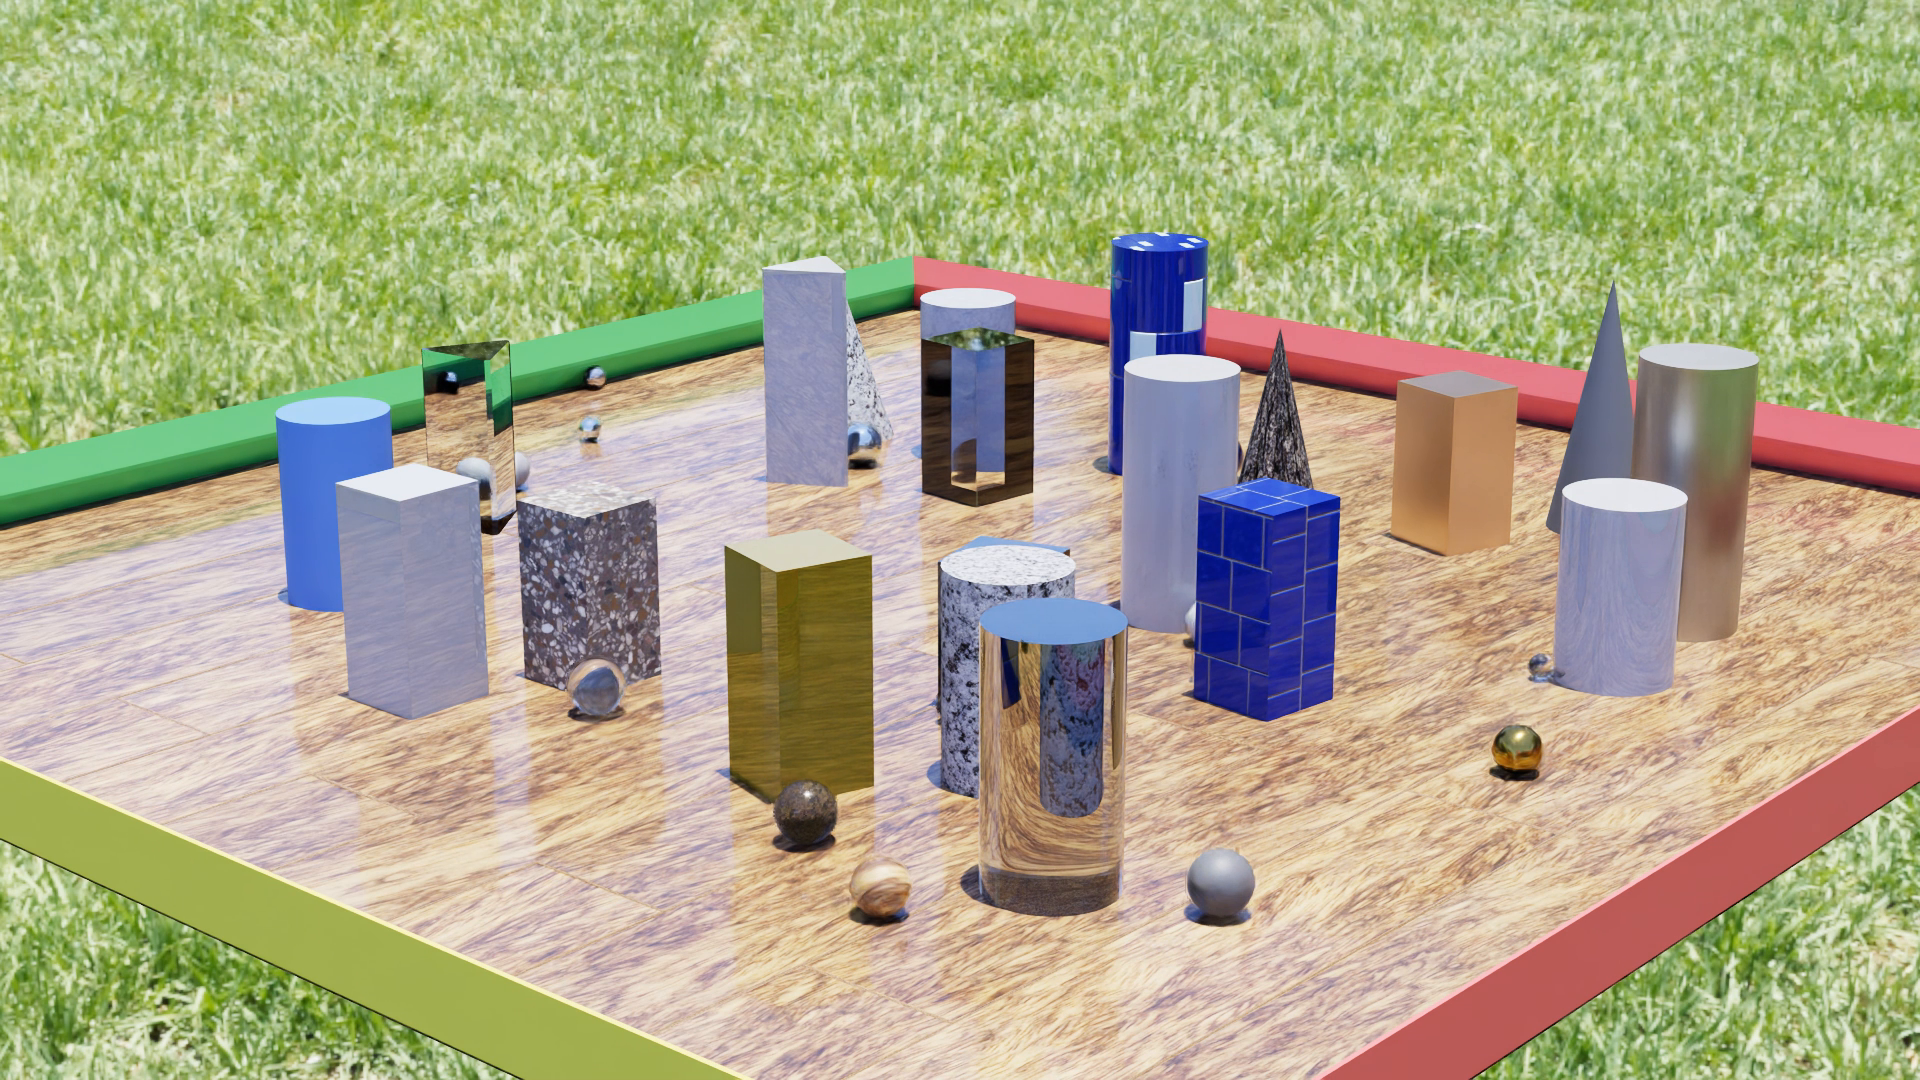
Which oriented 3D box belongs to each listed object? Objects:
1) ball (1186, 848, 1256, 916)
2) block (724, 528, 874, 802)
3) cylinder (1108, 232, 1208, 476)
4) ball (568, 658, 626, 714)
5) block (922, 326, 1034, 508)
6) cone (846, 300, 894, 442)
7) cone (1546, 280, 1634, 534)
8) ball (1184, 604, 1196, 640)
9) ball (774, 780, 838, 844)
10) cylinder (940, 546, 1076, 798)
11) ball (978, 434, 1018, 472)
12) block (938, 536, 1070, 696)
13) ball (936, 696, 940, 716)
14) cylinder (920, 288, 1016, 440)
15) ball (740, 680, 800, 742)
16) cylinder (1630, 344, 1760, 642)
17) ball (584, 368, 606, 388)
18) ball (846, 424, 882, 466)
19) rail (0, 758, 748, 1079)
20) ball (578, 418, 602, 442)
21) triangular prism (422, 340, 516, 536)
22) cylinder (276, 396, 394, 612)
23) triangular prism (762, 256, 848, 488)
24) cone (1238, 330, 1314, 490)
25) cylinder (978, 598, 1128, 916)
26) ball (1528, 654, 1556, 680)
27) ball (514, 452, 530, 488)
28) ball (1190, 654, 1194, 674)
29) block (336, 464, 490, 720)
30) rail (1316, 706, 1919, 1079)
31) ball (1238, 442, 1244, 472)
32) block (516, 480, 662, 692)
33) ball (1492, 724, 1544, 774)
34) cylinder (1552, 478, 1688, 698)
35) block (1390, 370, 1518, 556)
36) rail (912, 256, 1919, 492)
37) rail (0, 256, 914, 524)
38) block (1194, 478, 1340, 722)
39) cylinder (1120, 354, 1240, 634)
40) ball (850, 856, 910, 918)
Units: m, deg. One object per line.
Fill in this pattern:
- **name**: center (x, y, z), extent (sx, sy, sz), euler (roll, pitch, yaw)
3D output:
- **ball**: center (0.339, 0.445, 3.816), extent (0.089, 0.089, 0.089), euler (0, 17, 0)
- **block**: center (-0.231, 0.182, 4.232), extent (0.155, 0.352, 0.155), euler (-10, 20, -31)
- **cylinder**: center (0.396, -0.368, 5.867), extent (0.193, 0.462, 0.193), euler (0, 17, 0)
- **ball**: center (-0.562, 0.226, 4.542), extent (0.089, 0.089, 0.089), euler (0, 17, 0)
- **block**: center (0.035, -0.241, 5.712), extent (0.155, 0.308, 0.155), euler (-15, 23, -41)
- **cone**: center (-0.236, -0.363, 6.143), extent (0.193, 0.292, 0.193), euler (0, 17, 0)
- **cone**: center (1.203, -0.254, 5.460), extent (0.193, 0.478, 0.193), euler (0, 17, 0)
- **ball**: center (0.409, 0.138, 4.863), extent (0.073, 0.073, 0.073), euler (0, 17, 0)
- **ball**: center (-0.212, 0.375, 4.048), extent (0.089, 0.089, 0.089), euler (0, 17, 0)
- **cylinder**: center (0.069, 0.191, 4.247), extent (0.193, 0.326, 0.193), euler (0, 17, 0)
- **ball**: center (0.076, -0.174, 5.887), extent (0.079, 0.079, 0.079), euler (0, 17, 0)
- **block**: center (0.069, 0.137, 4.579), extent (0.155, 0.239, 0.155), euler (8, 19, 25)
- **ball**: center (-0.011, 0.256, 4.507), extent (0.052, 0.052, 0.052), euler (0, 17, 0)
- **cylinder**: center (0.016, -0.335, 5.993), extent (0.193, 0.326, 0.193), euler (0, 17, 0)
- **ball**: center (-0.287, 0.259, 4.429), extent (0.092, 0.092, 0.092), euler (0, 17, 0)
- **cylinder**: center (1.219, -0.080, 4.905), extent (0.193, 0.466, 0.193), euler (0, 17, 0)
- **ball**: center (-0.818, -0.363, 6.565), extent (0.048, 0.048, 0.048), euler (0, 17, 0)
- **ball**: center (-0.200, -0.193, 5.937), extent (0.086, 0.086, 0.086), euler (0, 17, 0)
- **rail**: center (-1.111, 0.401, 3.895), extent (3.298, 0.126, 0.045), euler (14, 22, 39)
- **ball**: center (-0.774, -0.231, 6.127), extent (0.048, 0.048, 0.048), euler (0, 17, 0)
- **triangular prism**: center (-0.895, -0.200, 5.529), extent (0.167, 0.335, 0.145), euler (11, 20, 33)
- **cylinder**: center (-1.076, -0.063, 5.080), extent (0.193, 0.332, 0.193), euler (0, 17, 0)
- **triangular prism**: center (-0.287, -0.337, 5.815), extent (0.167, 0.431, 0.145), euler (4, 17, 13)
- **cone**: center (0.577, -0.185, 5.344), extent (0.193, 0.414, 0.193), euler (0, 17, 0)
- **cylinder**: center (0.122, 0.284, 3.857), extent (0.193, 0.375, 0.193), euler (0, 17, 0)
- **ball**: center (0.932, 0.203, 4.699), extent (0.043, 0.043, 0.043), euler (0, 17, 0)
- **ball**: center (-0.884, -0.137, 5.770), extent (0.076, 0.076, 0.076), euler (0, 17, 0)
- **ball**: center (0.396, 0.198, 4.690), extent (0.057, 0.057, 0.057), euler (0, 17, 0)
- **block**: center (-0.854, 0.078, 4.577), extent (0.155, 0.352, 0.155), euler (14, 22, 39)
- **rail**: center (1.227, 0.339, 4.100), extent (0.045, 0.126, 3.436), euler (14, 22, 39)
- **ball**: center (0.517, -0.165, 5.828), extent (0.095, 0.095, 0.095), euler (0, 17, 0)
- **block**: center (-0.590, 0.077, 4.677), extent (0.155, 0.297, 0.155), euler (14, 22, 39)
- **ball**: center (0.817, 0.307, 4.299), extent (0.074, 0.074, 0.074), euler (0, 17, 0)
- **cylinder**: center (1.049, 0.074, 4.673), extent (0.193, 0.304, 0.193), euler (0, 17, 0)
- **block**: center (0.910, -0.143, 5.403), extent (0.155, 0.298, 0.155), euler (-11, 20, -31)
- **rail**: center (1.111, -0.338, 6.345), extent (3.298, 0.126, 0.045), euler (14, 22, 39)
- **rail**: center (-1.227, -0.276, 6.140), extent (0.045, 0.126, 3.436), euler (14, 22, 39)
- **block**: center (0.478, 0.090, 4.572), extent (0.155, 0.331, 0.155), euler (-15, 22, -40)
- **cylinder**: center (0.371, -0.079, 4.953), extent (0.193, 0.436, 0.193), euler (0, 17, 0)
- **ball**: center (-0.104, 0.451, 3.815), extent (0.079, 0.079, 0.079), euler (0, 17, 0)
